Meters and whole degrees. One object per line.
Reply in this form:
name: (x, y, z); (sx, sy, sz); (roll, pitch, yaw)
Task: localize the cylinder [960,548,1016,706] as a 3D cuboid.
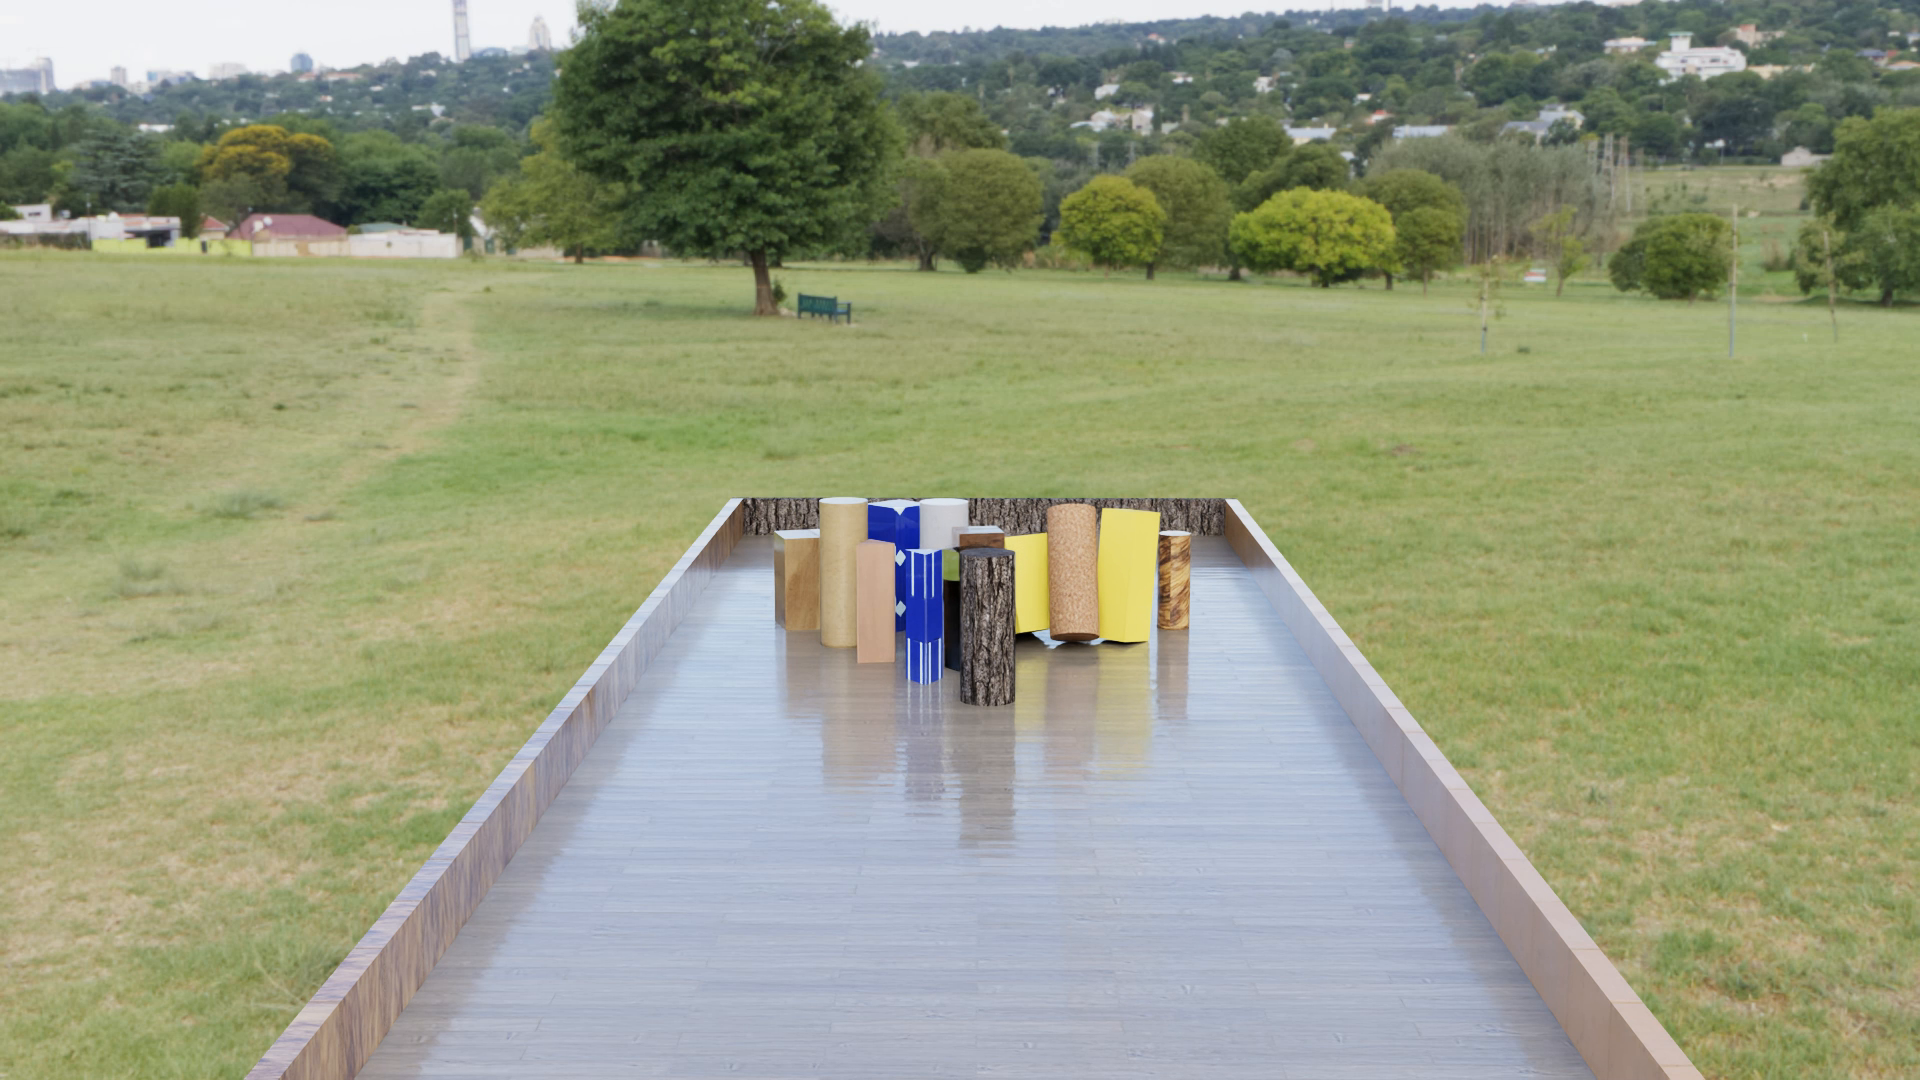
cylinder: (0.077, 0.242, 6.144); (0.156, 0.419, 0.156); (0, 9, 0)

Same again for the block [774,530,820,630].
block: (-0.506, 0.129, 7.233); (0.176, 0.302, 0.176); (-3, 9, -16)

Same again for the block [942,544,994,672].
block: (0.045, 0.205, 6.553); (0.134, 0.361, 0.134); (-8, 12, -36)

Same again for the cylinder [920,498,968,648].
cylinder: (-0.051, 0.103, 6.920); (0.154, 0.451, 0.154); (0, 9, 0)

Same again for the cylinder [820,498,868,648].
cylinder: (-0.364, 0.102, 6.909); (0.153, 0.456, 0.153); (0, 9, 0)

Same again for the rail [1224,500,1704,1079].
rail: (1.046, 0.843, 3.208); (0.050, 0.150, 12.000); (0, 9, 1)

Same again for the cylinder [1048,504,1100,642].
cylinder: (0.357, 0.104, 6.943); (0.155, 0.413, 0.155); (-1, -14, 0)

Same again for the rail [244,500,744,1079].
rail: (-1.004, 0.839, 3.234); (0.050, 0.150, 12.000); (0, 9, 1)

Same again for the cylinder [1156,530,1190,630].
cylinder: (0.698, 0.132, 7.181); (0.107, 0.312, 0.107); (0, 9, 0)

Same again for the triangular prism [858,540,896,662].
triangular prism: (-0.263, 0.184, 6.690); (0.115, 0.363, 0.099); (-2, 9, -11)

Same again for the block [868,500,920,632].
block: (-0.203, 0.082, 7.203); (0.151, 0.404, 0.151); (-8, 12, -43)

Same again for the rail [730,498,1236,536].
rail: (0.099, -0.098, 9.147); (2.100, 0.150, 0.050); (0, 9, 1)

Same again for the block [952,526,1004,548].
block: (0.055, 0.164, 6.711); (0.137, 0.395, 0.137); (-2, 10, -9)

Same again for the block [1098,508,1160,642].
block: (0.525, 0.110, 6.967); (0.131, 0.409, 0.131); (8, 5, 41)

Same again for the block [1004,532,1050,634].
block: (0.187, 0.146, 7.014); (0.165, 0.303, 0.165); (-6, -5, -35)

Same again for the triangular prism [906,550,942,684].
triangular prism: (-0.090, 0.219, 6.404); (0.092, 0.382, 0.106); (-6, 11, -34)
